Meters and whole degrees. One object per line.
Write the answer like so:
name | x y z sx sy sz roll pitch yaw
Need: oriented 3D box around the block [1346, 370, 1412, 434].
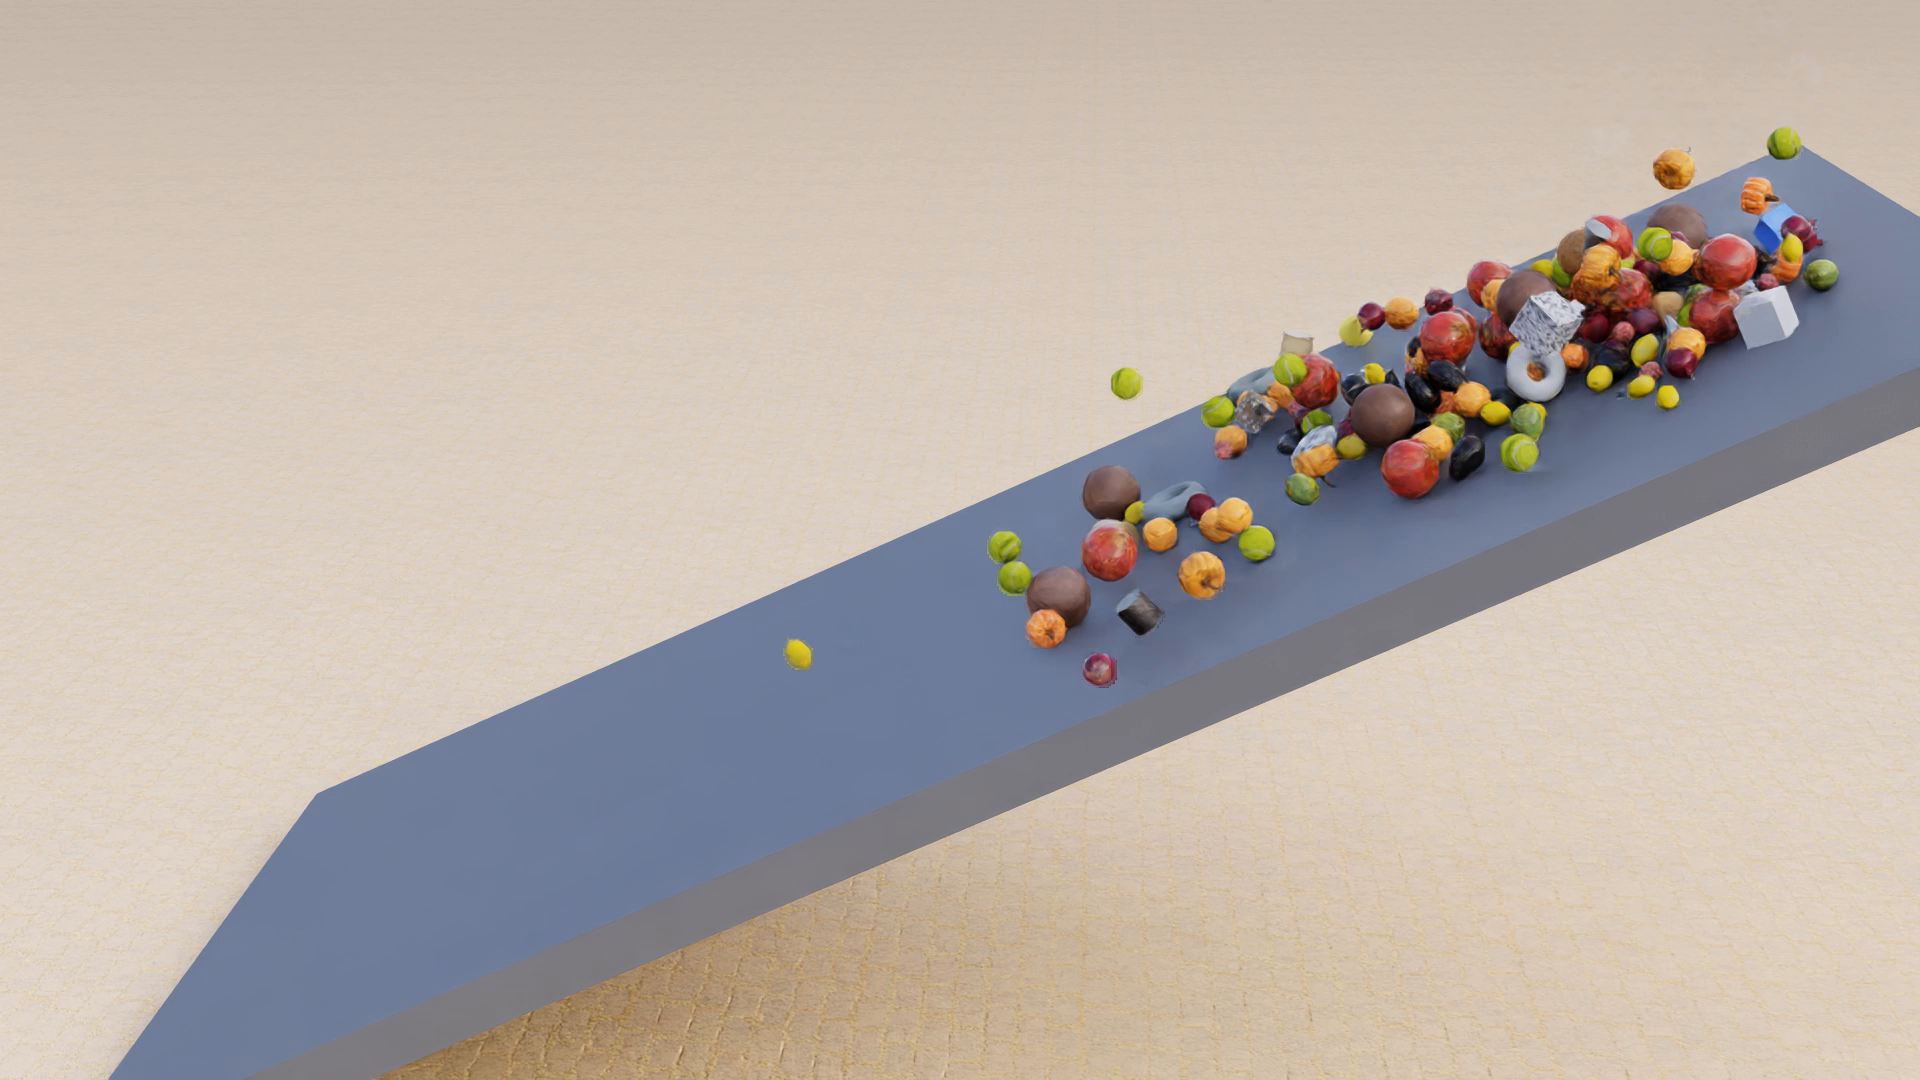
block | 0.879 -0.292 6.170 0.094 0.094 0.094 -24 4 17

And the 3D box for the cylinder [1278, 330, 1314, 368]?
cylinder | 0.722 -0.409 6.317 0.067 0.067 0.067 8 17 -2

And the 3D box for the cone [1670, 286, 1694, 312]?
cone | 1.463 -0.478 6.025 0.059 0.059 0.059 -9 -25 -30

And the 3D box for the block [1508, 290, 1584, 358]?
block | 1.123 -0.414 5.635 0.083 0.083 0.083 -18 56 -41

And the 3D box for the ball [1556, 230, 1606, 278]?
ball | 1.275 -0.588 6.035 0.100 0.100 0.100 0 16 0

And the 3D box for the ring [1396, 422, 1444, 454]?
ring | 0.931 -0.208 5.958 0.104 0.035 0.104 -25 11 5

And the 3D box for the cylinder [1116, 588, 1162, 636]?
cylinder | 0.338 0.136 5.561 0.063 0.063 0.063 -42 14 13

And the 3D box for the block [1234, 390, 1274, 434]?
block | 0.656 -0.286 6.576 0.063 0.063 0.063 39 15 -6

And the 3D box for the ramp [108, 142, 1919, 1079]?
ramp | 0.135 0.169 6.283 4.000 0.100 2.000 -24 13 9

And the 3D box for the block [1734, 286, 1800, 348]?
block | 1.527 -0.422 5.570 0.080 0.080 0.080 -15 17 39

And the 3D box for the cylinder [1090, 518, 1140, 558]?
cylinder | 0.326 -0.004 6.195 0.076 0.076 0.076 -7 8 -23

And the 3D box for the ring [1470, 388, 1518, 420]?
ring | 1.077 -0.276 5.932 0.104 0.035 0.104 -20 19 7

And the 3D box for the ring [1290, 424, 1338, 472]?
ring | 0.743 -0.192 6.174 0.040 0.121 0.121 41 10 -12

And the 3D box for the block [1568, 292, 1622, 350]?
block | 1.302 -0.454 6.103 0.082 0.082 0.082 -35 15 -26

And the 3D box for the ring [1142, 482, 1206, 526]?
ring | 0.458 -0.076 6.302 0.149 0.050 0.149 -25 14 7

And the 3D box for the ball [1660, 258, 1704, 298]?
ball | 1.488 -0.535 6.062 0.090 0.090 0.090 0 16 0

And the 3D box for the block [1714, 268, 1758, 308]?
block | 1.529 -0.492 5.795 0.054 0.054 0.054 24 29 -18

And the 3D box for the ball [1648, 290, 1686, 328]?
ball | 1.425 -0.464 5.931 0.077 0.077 0.077 0 16 0

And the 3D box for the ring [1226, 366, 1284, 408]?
ring | 0.698 -0.362 6.959 0.147 0.049 0.147 -27 14 7

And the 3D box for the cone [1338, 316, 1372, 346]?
cone | 0.936 -0.508 6.951 0.080 0.080 0.080 2 -15 6

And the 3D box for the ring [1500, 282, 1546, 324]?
ring | 1.231 -0.509 6.391 0.114 0.114 0.038 4 38 14

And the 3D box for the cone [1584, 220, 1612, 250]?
cone | 1.274 -0.606 5.938 0.059 0.059 0.059 17 39 -15

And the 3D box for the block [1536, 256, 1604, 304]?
block | 1.341 -0.577 6.460 0.085 0.085 0.085 -49 19 -13

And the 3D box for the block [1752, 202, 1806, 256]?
block | 1.698 -0.644 6.095 0.066 0.066 0.066 -33 -18 -13

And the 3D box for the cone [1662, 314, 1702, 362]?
cone | 1.395 -0.406 5.747 0.084 0.084 0.084 -24 13 6

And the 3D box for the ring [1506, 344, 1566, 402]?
ring | 1.141 -0.333 5.826 0.125 0.125 0.042 -3 -10 -10
